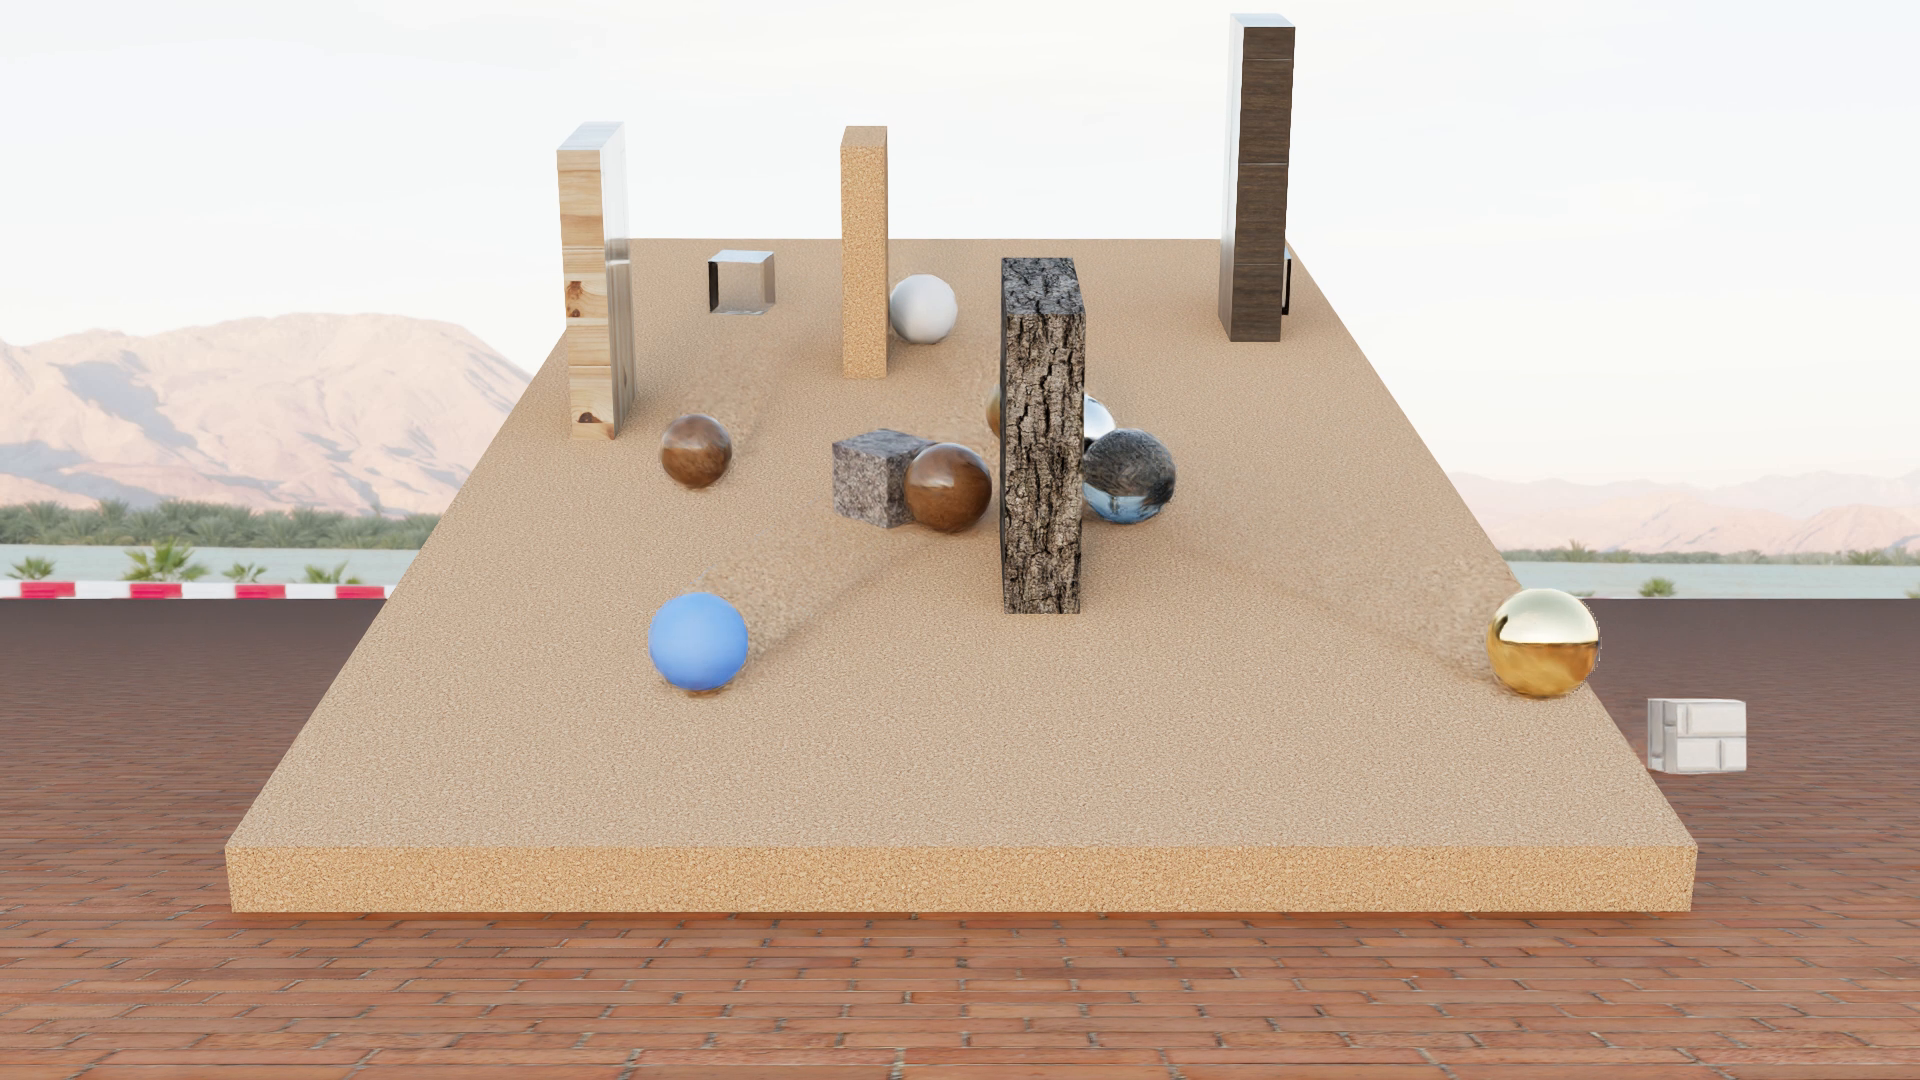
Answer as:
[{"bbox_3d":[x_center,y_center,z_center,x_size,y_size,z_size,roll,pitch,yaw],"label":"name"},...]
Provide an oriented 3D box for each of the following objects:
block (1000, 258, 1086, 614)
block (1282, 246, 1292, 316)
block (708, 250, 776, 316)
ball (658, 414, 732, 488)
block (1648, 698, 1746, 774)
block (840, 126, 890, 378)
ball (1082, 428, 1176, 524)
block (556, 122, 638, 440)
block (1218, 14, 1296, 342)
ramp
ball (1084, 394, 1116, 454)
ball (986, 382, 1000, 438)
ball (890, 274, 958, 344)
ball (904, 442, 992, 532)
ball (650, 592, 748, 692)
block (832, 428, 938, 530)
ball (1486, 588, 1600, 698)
[{"bbox_3d":[0.141,-0.194,4.002,0.130,0.528,0.435,0,19,0],"label":"block"},{"bbox_3d":[0.790,-0.687,5.971,0.151,0.151,0.151,1,19,2],"label":"block"},{"bbox_3d":[-0.575,-0.680,5.962,0.140,0.140,0.140,4,20,10],"label":"block"},{"bbox_3d":[-0.530,-0.180,4.531,0.147,0.147,0.147,0,-1,0],"label":"ball"},{"bbox_3d":[1.809,0.480,5.545,0.172,0.172,0.172,0,-1,-6],"label":"block"},{"bbox_3d":[-0.224,-0.690,5.381,0.100,0.545,0.306,0,19,0],"label":"block"},{"bbox_3d":[0.321,-0.122,4.316,0.185,0.185,0.185,0,-1,0],"label":"ball"},{"bbox_3d":[-0.787,-0.571,4.923,0.089,0.623,0.372,0,19,0],"label":"block"},{"bbox_3d":[0.740,-0.909,5.661,0.125,0.775,0.285,0,19,0],"label":"block"},{"bbox_3d":[-0.005,-0.202,4.967,2.000,0.100,4.000,0,19,0],"label":"ramp"},{"bbox_3d":[0.221,-0.202,4.531,0.190,0.190,0.190,0,-1,0],"label":"ball"},{"bbox_3d":[0.128,-0.276,4.803,0.150,0.150,0.150,0,-1,0],"label":"ball"},{"bbox_3d":[-0.092,-0.575,5.615,0.174,0.174,0.174,0,-1,0],"label":"ball"},{"bbox_3d":[-0.023,-0.100,4.273,0.169,0.169,0.169,0,-1,0],"label":"ball"},{"bbox_3d":[-0.411,0.160,3.555,0.155,0.155,0.155,0,-1,0],"label":"ball"},{"bbox_3d":[-0.144,-0.120,4.370,0.143,0.143,0.143,16,25,39],"label":"block"},{"bbox_3d":[0.911,0.161,3.535,0.173,0.173,0.173,0,-1,0],"label":"ball"}]
